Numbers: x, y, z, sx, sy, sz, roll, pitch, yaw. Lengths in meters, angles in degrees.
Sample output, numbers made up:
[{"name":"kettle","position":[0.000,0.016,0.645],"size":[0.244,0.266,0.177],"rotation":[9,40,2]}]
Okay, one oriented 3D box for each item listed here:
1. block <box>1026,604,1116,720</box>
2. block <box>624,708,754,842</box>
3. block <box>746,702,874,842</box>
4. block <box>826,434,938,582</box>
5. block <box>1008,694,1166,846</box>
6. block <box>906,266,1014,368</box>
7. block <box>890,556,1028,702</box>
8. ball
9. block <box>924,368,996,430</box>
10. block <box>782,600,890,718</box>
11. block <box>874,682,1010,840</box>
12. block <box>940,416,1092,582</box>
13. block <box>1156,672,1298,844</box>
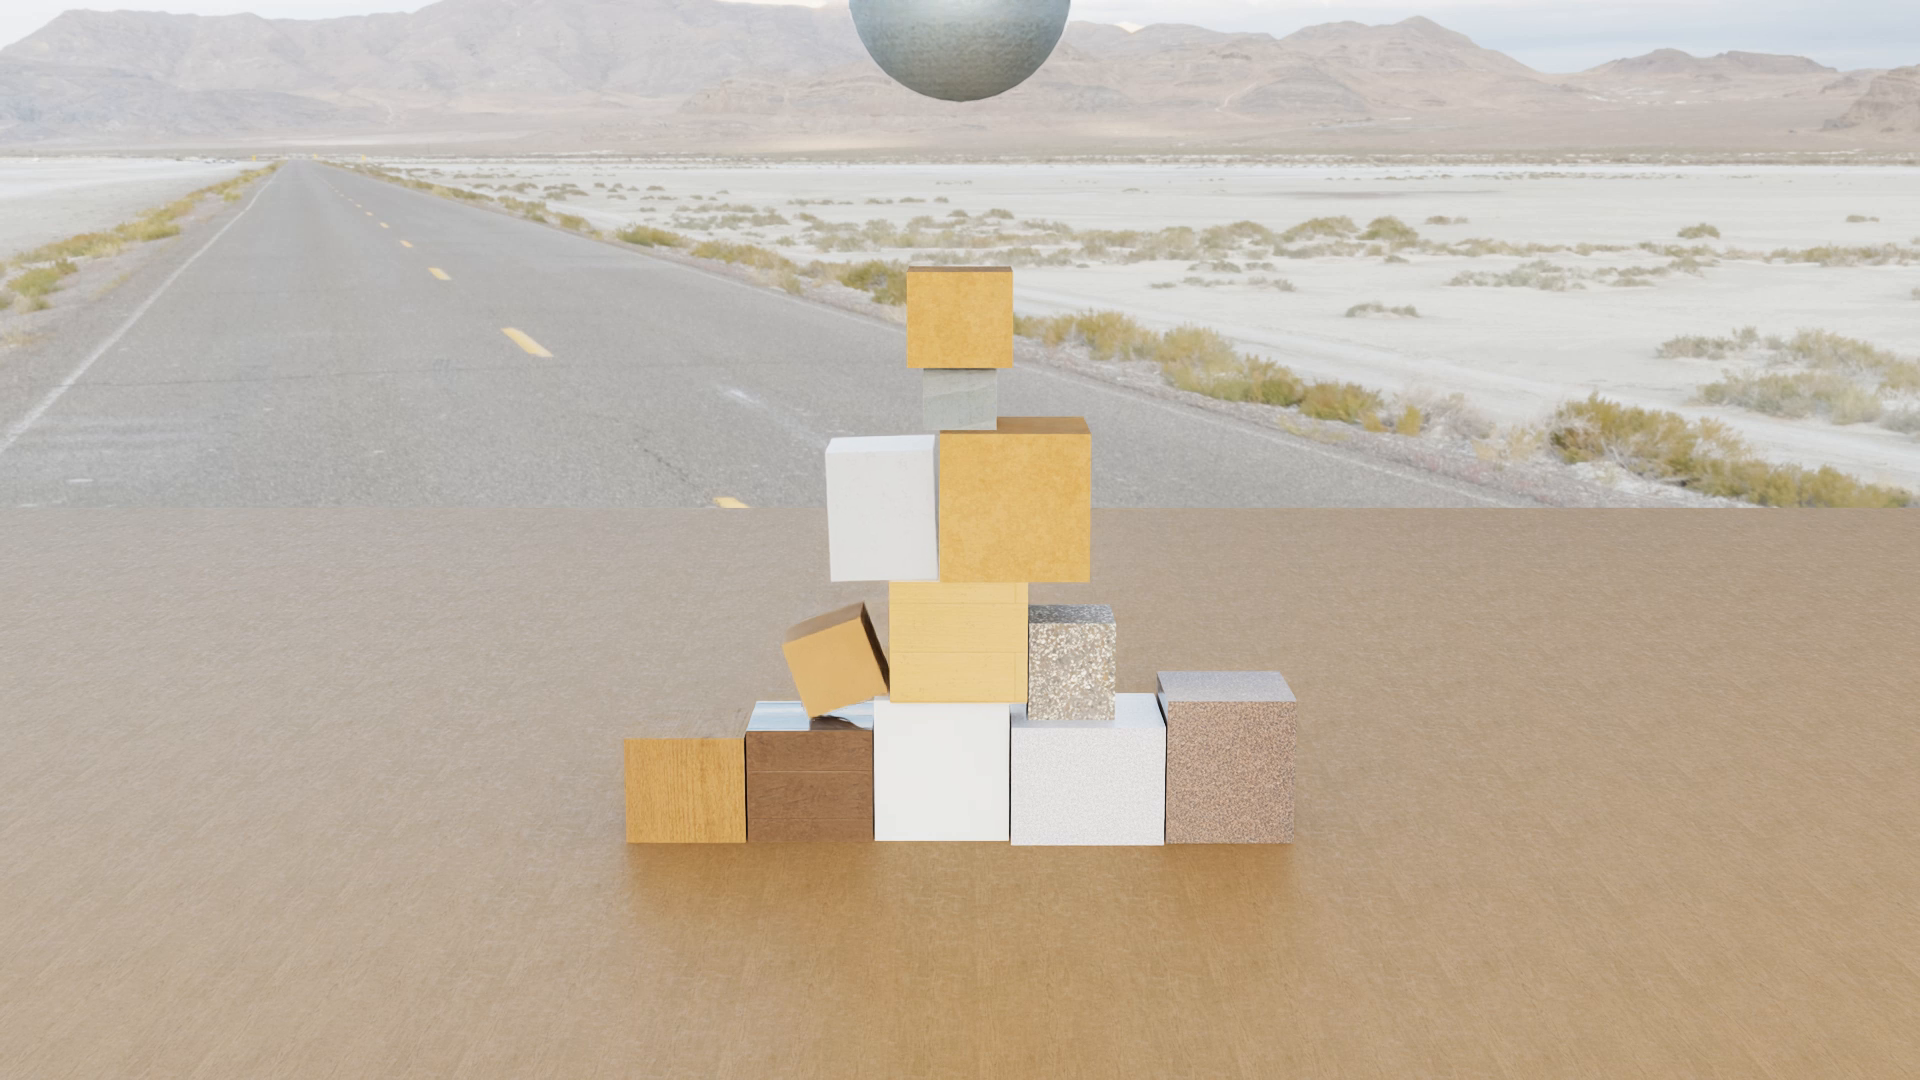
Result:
[{"name":"block","position":[0.565,0.625,11.314],"size":[0.437,0.501,0.459],"rotation":[0,10,0]},{"name":"block","position":[-1.386,1.211,11.385],"size":[0.603,0.544,0.607],"rotation":[0,10,0]},{"name":"block","position":[-0.758,1.191,11.387],"size":[0.633,0.582,0.595],"rotation":[0,10,0]},{"name":"block","position":[-0.387,-0.169,11.151],"size":[0.531,0.646,0.557],"rotation":[-2,10,0]},{"name":"block","position":[0.643,1.177,11.386],"size":[0.771,0.611,0.699],"rotation":[0,10,0]},{"name":"block","position":[0.000,-1.118,10.979],"size":[0.517,0.467,0.512],"rotation":[0,10,0]},{"name":"block","position":[-0.007,0.449,11.276],"size":[0.687,0.617,0.694],"rotation":[0,10,0]},{"name":"ball","position":[0.000,-3.932,15.654],"size":[1.600,1.600,1.600],"rotation":[0,10,0]},{"name":"block","position":[0.000,-0.733,11.047],"size":[0.364,0.315,0.358],"rotation":[0,10,0]},{"name":"block","position":[-0.633,0.610,11.309],"size":[0.424,0.408,0.418],"rotation":[-20,10,3]},{"name":"block","position":[-0.092,1.112,11.401],"size":[0.680,0.733,0.609],"rotation":[0,10,0]},{"name":"block","position":[0.270,-0.215,11.143],"size":[0.742,0.738,0.693],"rotation":[0,10,0]},{"name":"block","position":[1.363,1.114,11.373],"size":[0.648,0.740,0.640],"rotation":[0,10,0]}]
